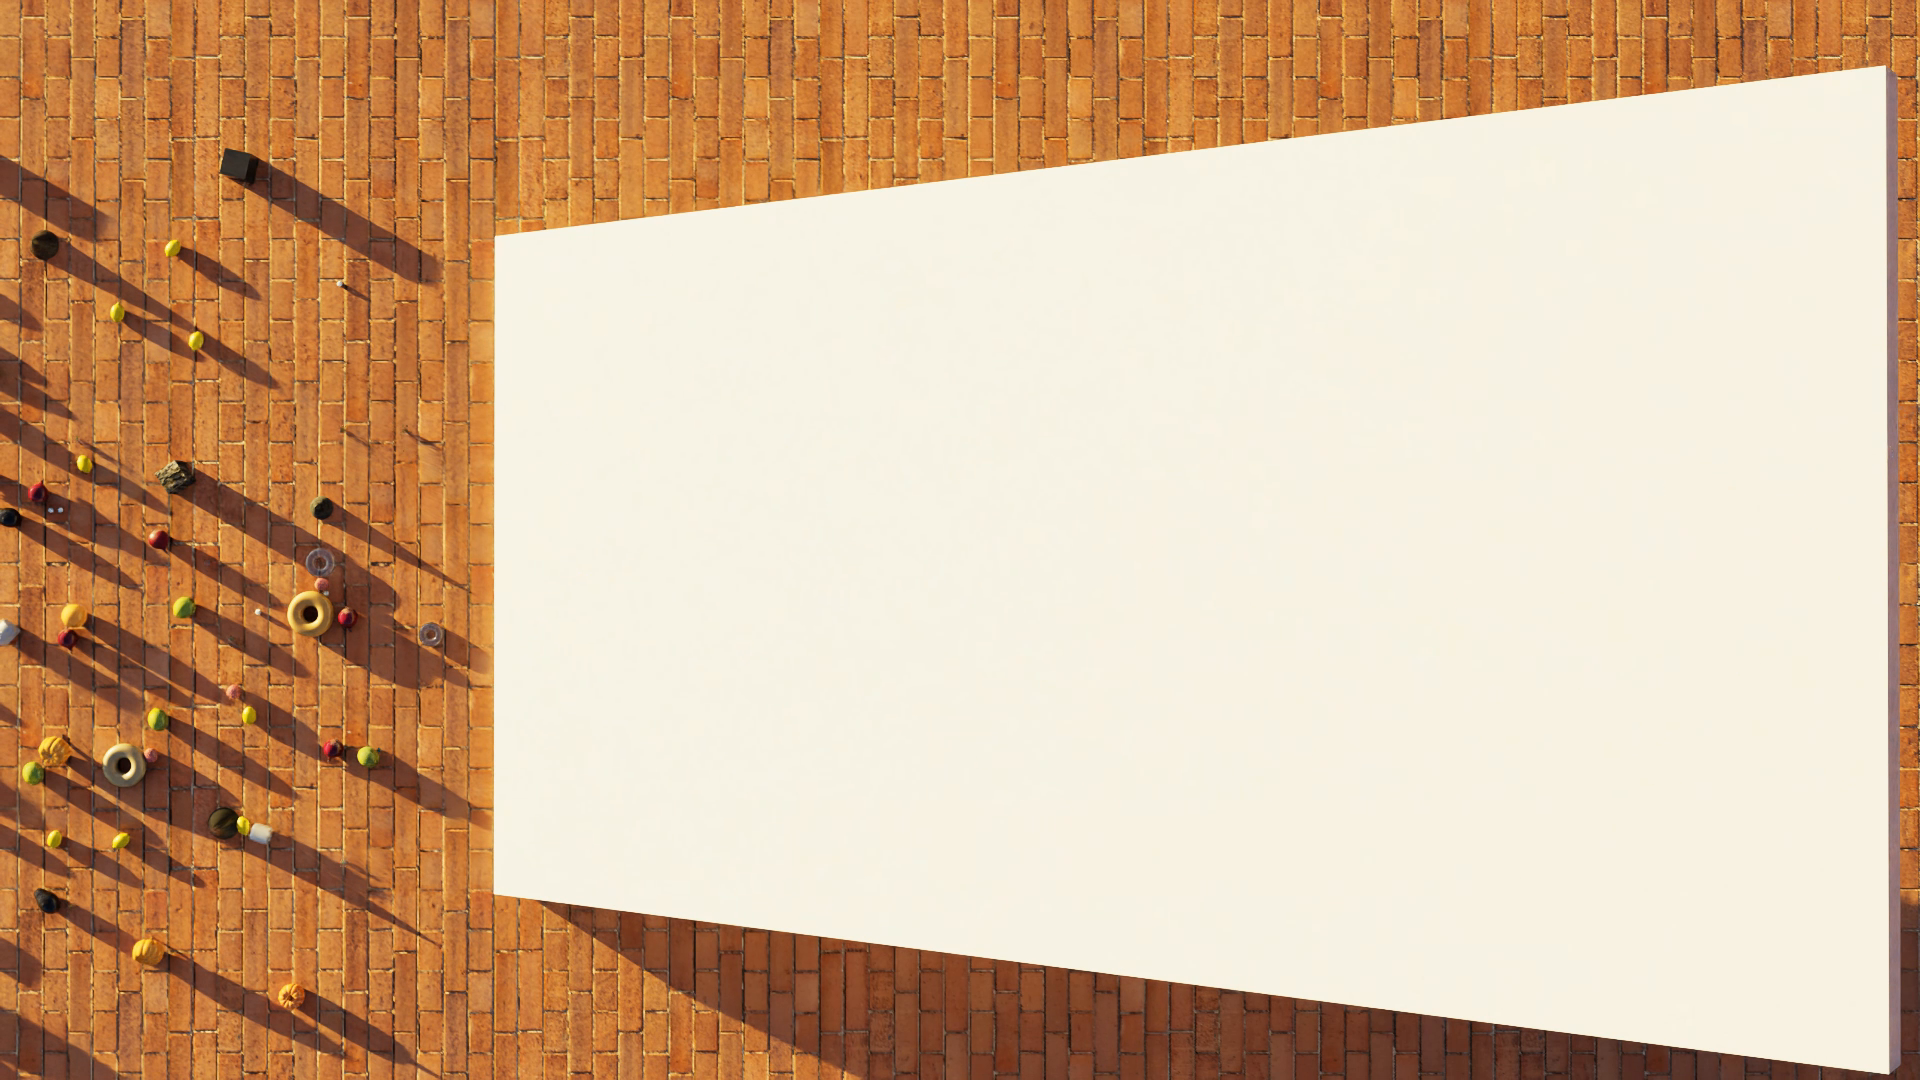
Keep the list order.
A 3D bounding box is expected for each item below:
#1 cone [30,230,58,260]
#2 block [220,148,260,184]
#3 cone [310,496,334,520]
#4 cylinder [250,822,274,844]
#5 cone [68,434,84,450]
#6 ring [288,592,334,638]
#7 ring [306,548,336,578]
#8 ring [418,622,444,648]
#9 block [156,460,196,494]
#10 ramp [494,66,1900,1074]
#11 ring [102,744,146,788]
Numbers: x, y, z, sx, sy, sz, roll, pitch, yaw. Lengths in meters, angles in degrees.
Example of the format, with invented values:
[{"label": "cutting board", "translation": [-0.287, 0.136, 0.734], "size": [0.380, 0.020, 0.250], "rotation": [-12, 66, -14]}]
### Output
[{"label": "cone", "translation": [-2.822, -0.910, 6.729], "size": [0.092, 0.092, 0.092], "rotation": [0, 90, 0]}, {"label": "block", "translation": [-2.208, -1.146, 6.737], "size": [0.081, 0.081, 0.081], "rotation": [13, 90, 0]}, {"label": "cone", "translation": [-1.965, -0.099, 6.733], "size": [0.072, 0.072, 0.072], "rotation": [0, 90, 0]}, {"label": "cylinder", "translation": [-2.140, 0.898, 6.735], "size": [0.052, 0.052, 0.052], "rotation": [19, 90, 4]}, {"label": "cone", "translation": [-2.721, -0.304, 6.768], "size": [0.098, 0.098, 0.098], "rotation": [0, 88, -4]}, {"label": "ring", "translation": [-1.991, 0.227, 6.743], "size": [0.142, 0.047, 0.142], "rotation": [0, 90, 1]}, {"label": "ring", "translation": [-1.963, 0.070, 6.752], "size": [0.095, 0.032, 0.095], "rotation": [0, 89, -1]}, {"label": "ring", "translation": [-1.624, 0.290, 6.754], "size": [0.077, 0.026, 0.077], "rotation": [0, 90, -1]}, {"label": "block", "translation": [-2.402, -0.192, 6.733], "size": [0.074, 0.074, 0.074], "rotation": [-34, 90, 0]}, {"label": "ramp", "translation": [0.241, 0.067, 5.564], "size": [4.000, 0.100, 2.000], "rotation": [0, 89, 36]}, {"label": "ring", "translation": [-2.561, 0.691, 6.741], "size": [0.135, 0.045, 0.135], "rotation": [0, 91, 1]}]
